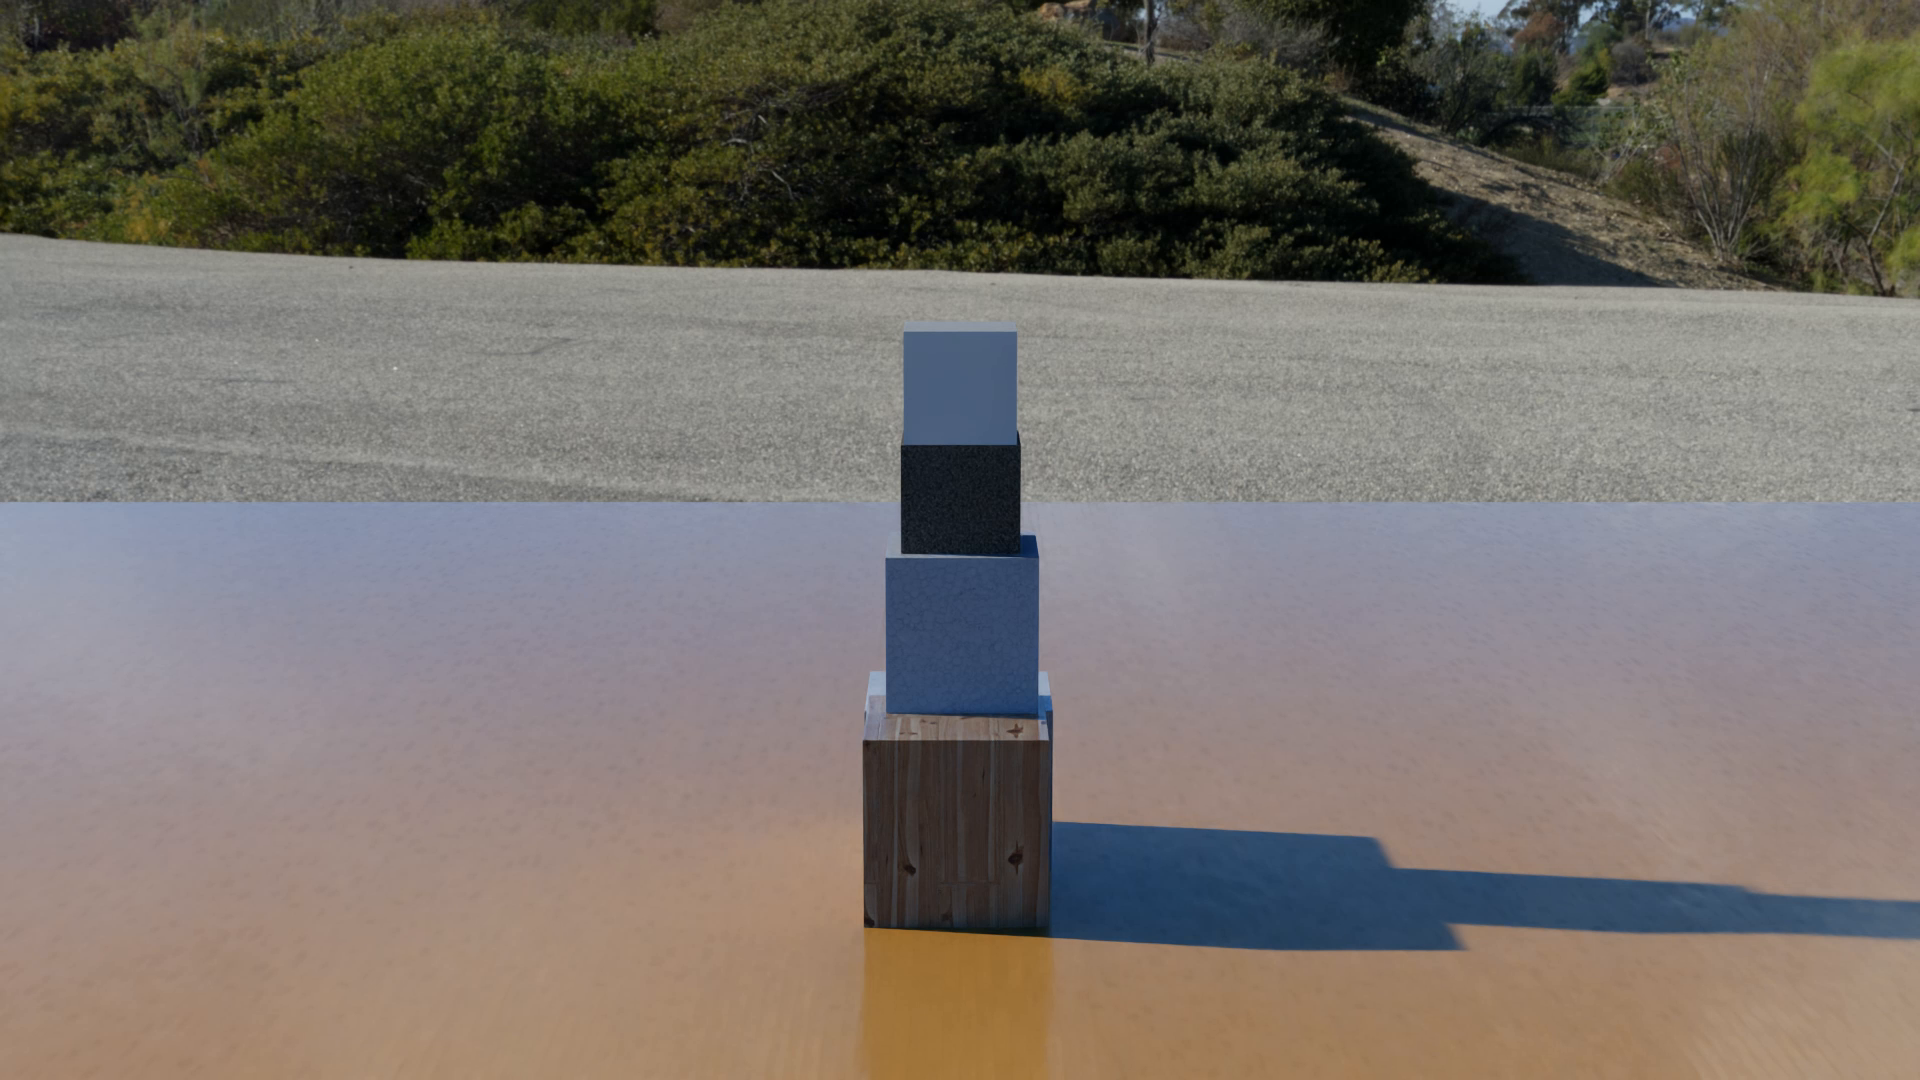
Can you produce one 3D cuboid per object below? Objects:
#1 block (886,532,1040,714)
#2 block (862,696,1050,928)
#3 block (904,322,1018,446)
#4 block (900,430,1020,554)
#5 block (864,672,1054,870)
[{"bbox_3d":[0.010,0.352,11.244,0.652,0.678,0.643,0,10,0],"label":"block"},{"bbox_3d":[-0.017,1.149,10.997,0.767,0.804,0.775,0,10,0],"label":"block"},{"bbox_3d":[0.001,-0.680,11.057,0.479,0.482,0.447,0,10,0],"label":"block"},{"bbox_3d":[0.003,-0.212,11.142,0.510,0.468,0.455,0,10,0],"label":"block"},{"bbox_3d":[-0.006,1.046,11.770,0.832,0.731,0.762,0,10,0],"label":"block"}]
